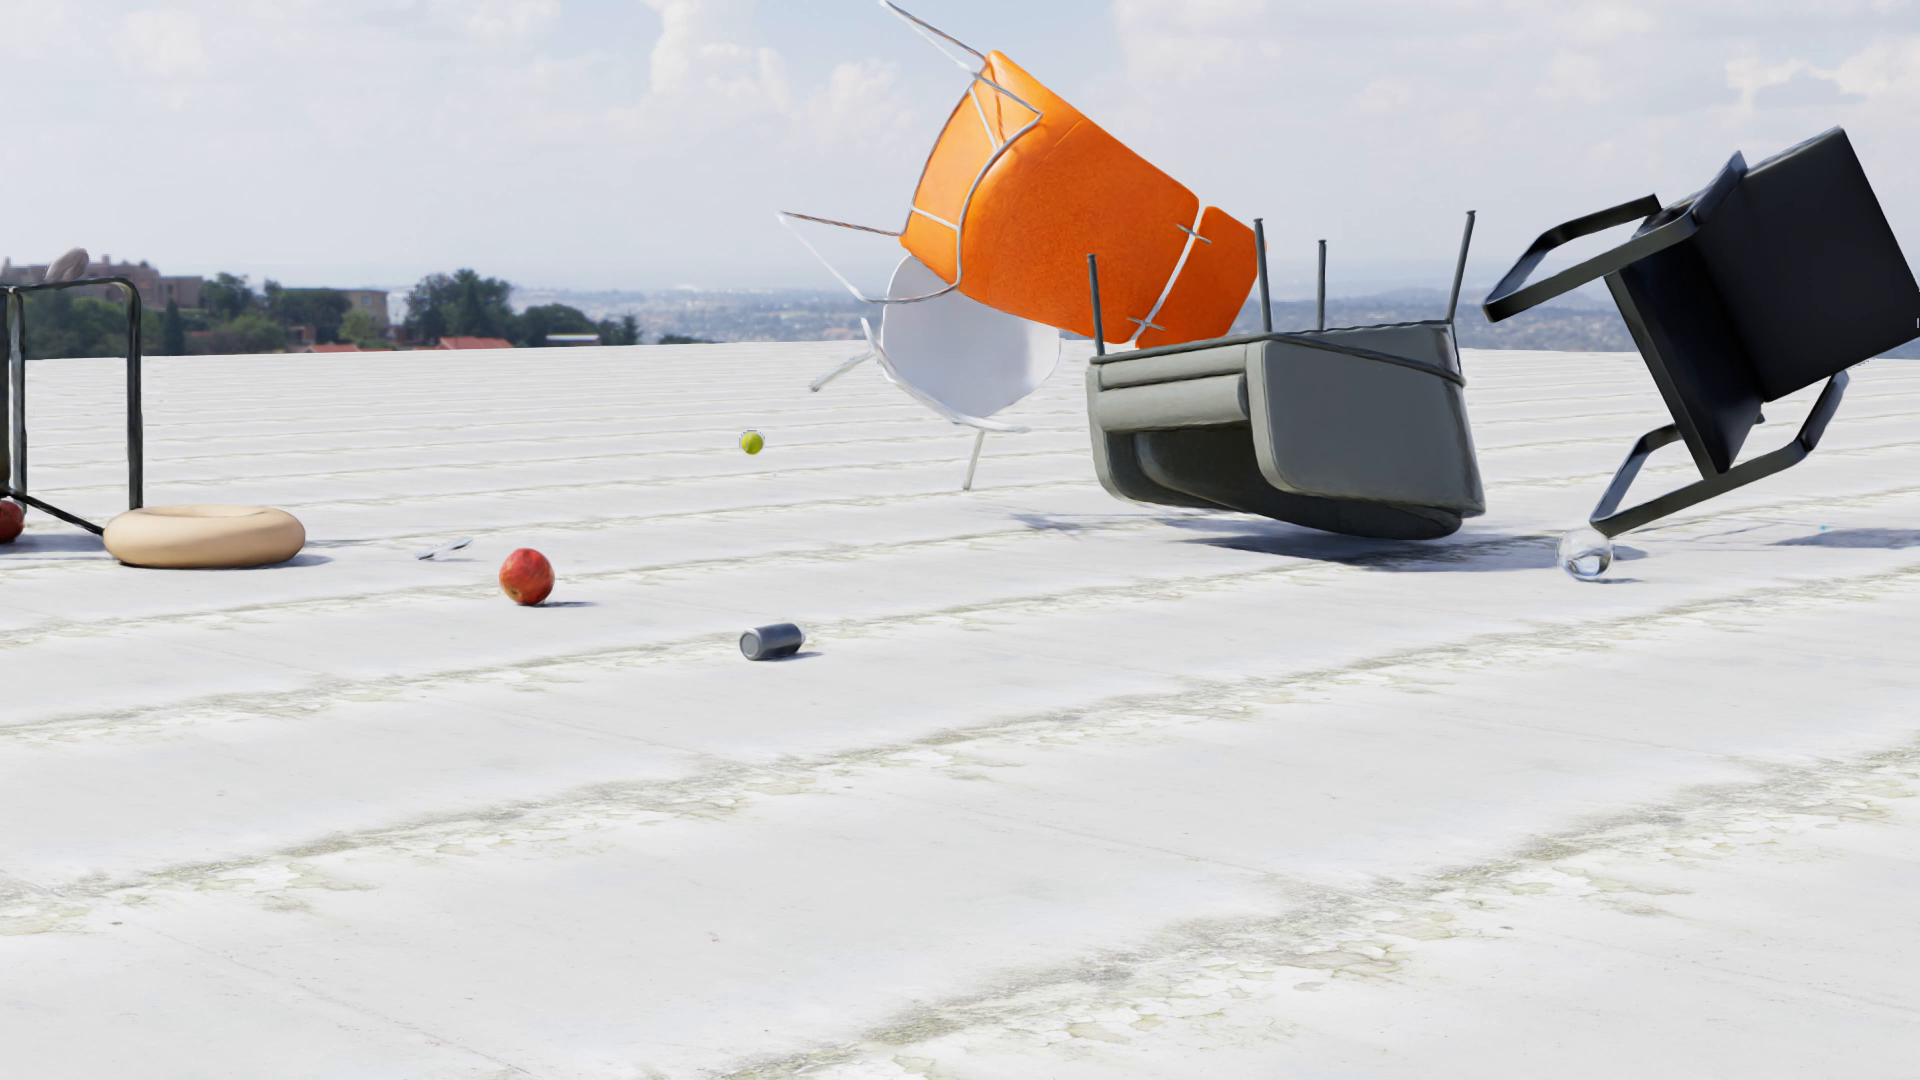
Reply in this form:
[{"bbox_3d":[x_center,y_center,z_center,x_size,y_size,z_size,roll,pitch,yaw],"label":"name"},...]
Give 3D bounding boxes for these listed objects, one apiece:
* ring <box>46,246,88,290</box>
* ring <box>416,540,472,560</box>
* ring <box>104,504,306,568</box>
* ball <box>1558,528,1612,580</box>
[{"bbox_3d":[-2.176,-0.662,6.255,0.116,0.036,0.150,-40,-5,-37],"label":"ring"},{"bbox_3d":[-1.198,0.022,5.953,0.148,0.018,0.075,-16,6,16],"label":"ring"},{"bbox_3d":[-1.746,-0.009,5.931,0.465,0.119,0.403,2,7,12],"label":"ring"},{"bbox_3d":[1.354,0.030,5.558,0.115,0.115,0.115,0,6,0],"label":"ball"}]
